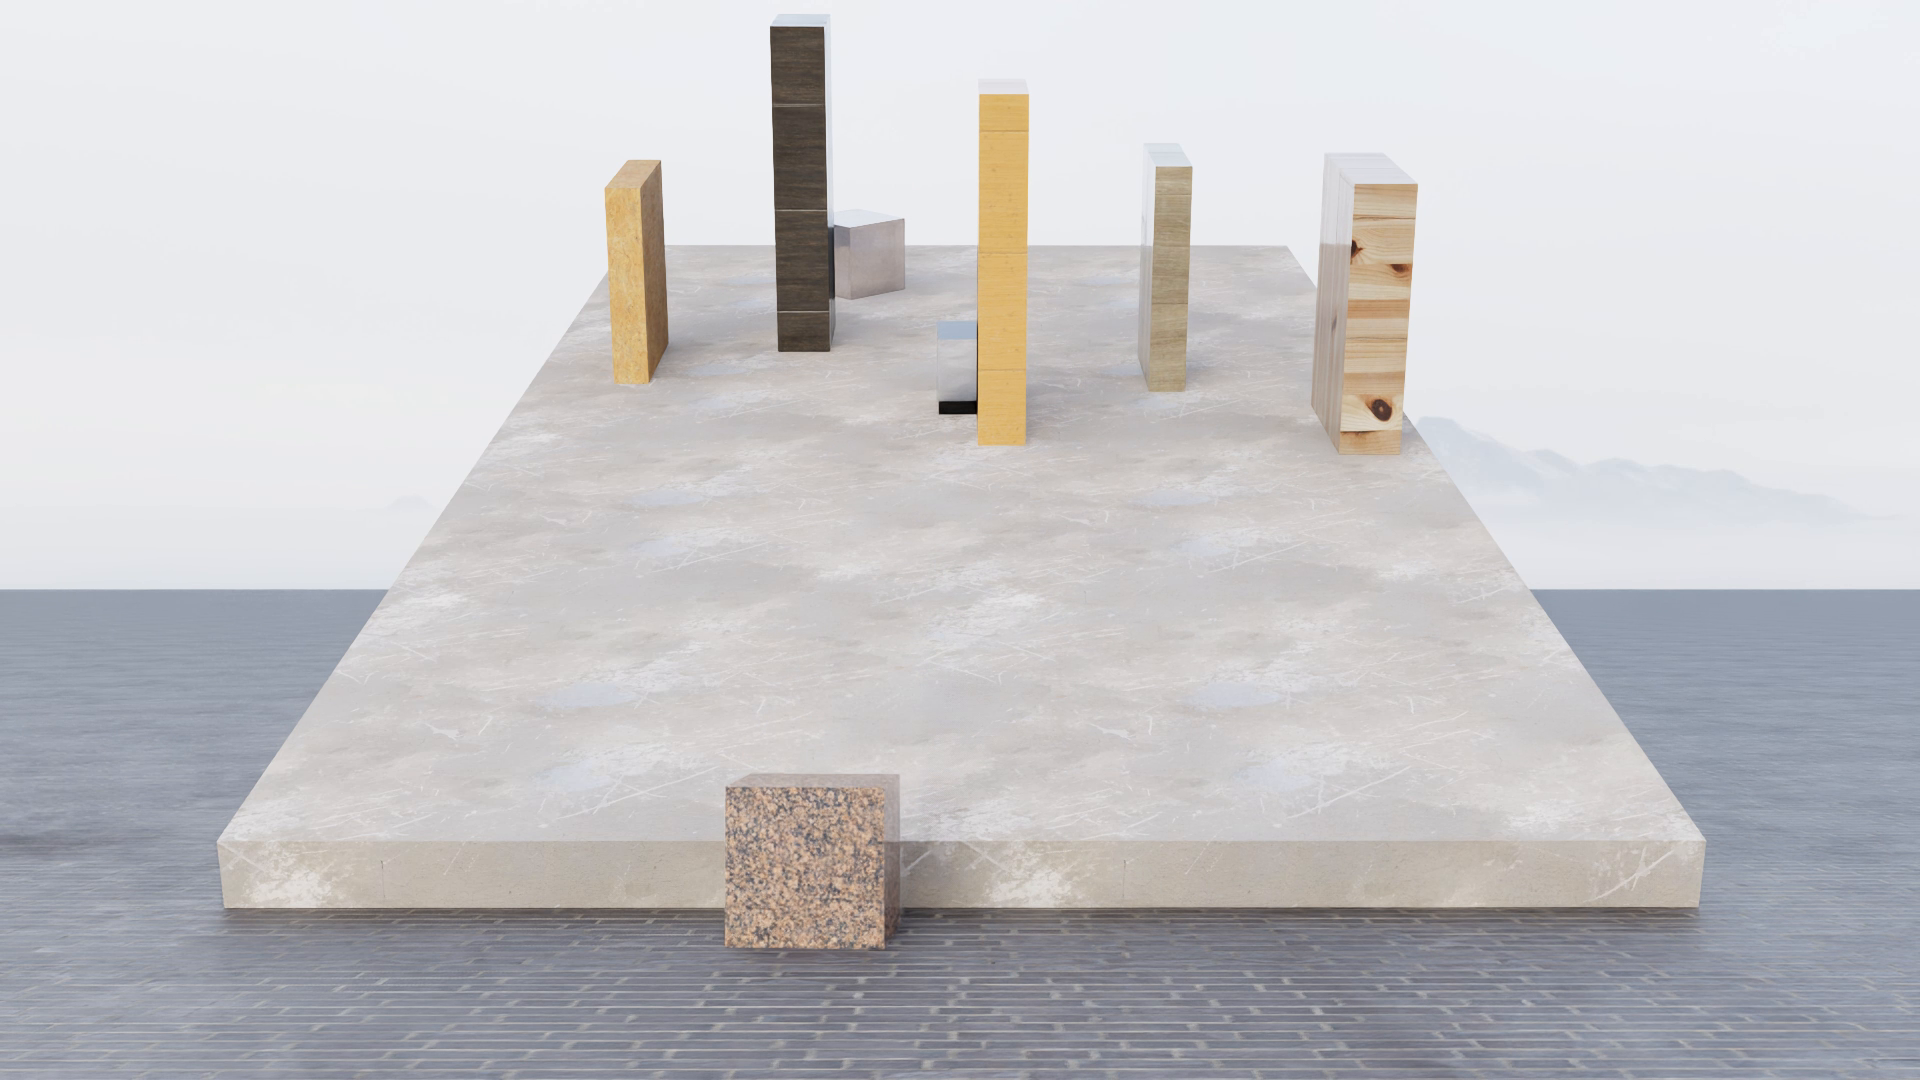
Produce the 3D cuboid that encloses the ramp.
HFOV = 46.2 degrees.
[{"bbox_3d":[-0.004,-0.196,4.929,2.000,0.100,4.000,0,19,0],"label":"ramp"}]

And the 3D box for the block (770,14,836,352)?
[{"bbox_3d":[-0.385,-0.883,5.561,0.129,0.788,0.282,0,19,0],"label":"block"}]

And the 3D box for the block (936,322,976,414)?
[{"bbox_3d":[0.036,-0.389,5.072,0.172,0.172,0.172,-1,19,-2],"label":"block"}]

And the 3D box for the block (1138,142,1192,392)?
[{"bbox_3d":[0.478,-0.644,5.278,0.084,0.521,0.334,0,19,0],"label":"block"}]

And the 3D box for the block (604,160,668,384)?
[{"bbox_3d":[-0.769,-0.647,5.380,0.081,0.459,0.397,0,19,0],"label":"block"}]

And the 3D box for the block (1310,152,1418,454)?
[{"bbox_3d":[0.860,-0.513,4.822,0.128,0.571,0.393,0,19,0],"label":"block"}]

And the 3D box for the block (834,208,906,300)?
[{"bbox_3d":[-0.292,-0.789,6.198,0.199,0.199,0.199,-17,25,-40],"label":"block"}]

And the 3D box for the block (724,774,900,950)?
[{"bbox_3d":[-0.181,0.397,2.812,0.194,0.194,0.194,0,-1,4],"label":"block"}]

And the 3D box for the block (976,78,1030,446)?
[{"bbox_3d":[0.088,-0.590,4.783,0.101,0.740,0.242,0,19,0],"label":"block"}]
